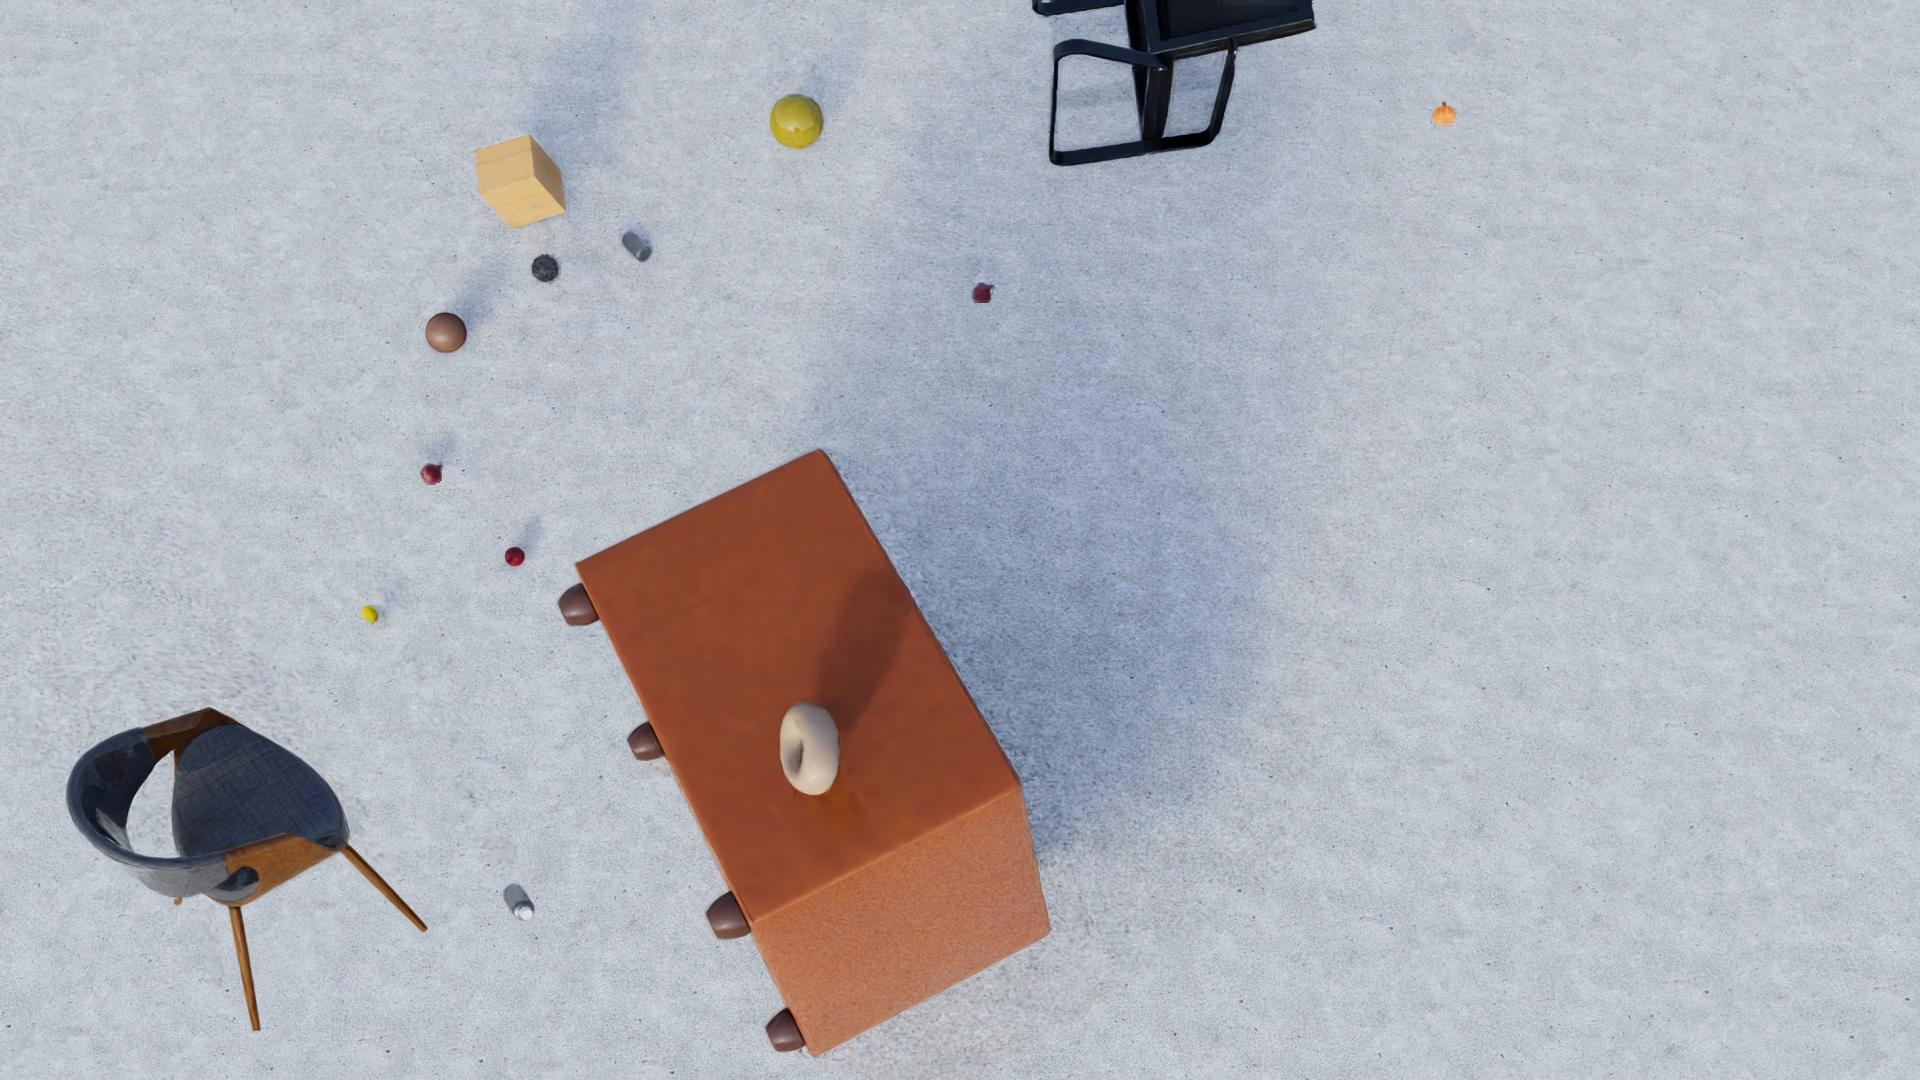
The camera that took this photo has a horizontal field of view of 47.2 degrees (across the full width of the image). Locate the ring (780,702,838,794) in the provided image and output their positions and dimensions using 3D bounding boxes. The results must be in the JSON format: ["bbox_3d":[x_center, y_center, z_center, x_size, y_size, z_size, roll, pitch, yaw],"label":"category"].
[{"bbox_3d":[-0.341,0.470,4.972,0.087,0.170,0.242,10,38,-28],"label":"ring"}]

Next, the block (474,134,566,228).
[{"bbox_3d":[-1.434,-1.169,7.174,0.193,0.236,0.165,-15,67,10],"label":"block"}]

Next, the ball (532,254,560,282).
[{"bbox_3d":[-1.341,-0.878,7.110,0.089,0.089,0.089,0,56,0],"label":"ball"}]

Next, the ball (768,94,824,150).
[{"bbox_3d":[-0.551,-1.411,7.408,0.186,0.186,0.186,0,56,0],"label":"ball"}]
